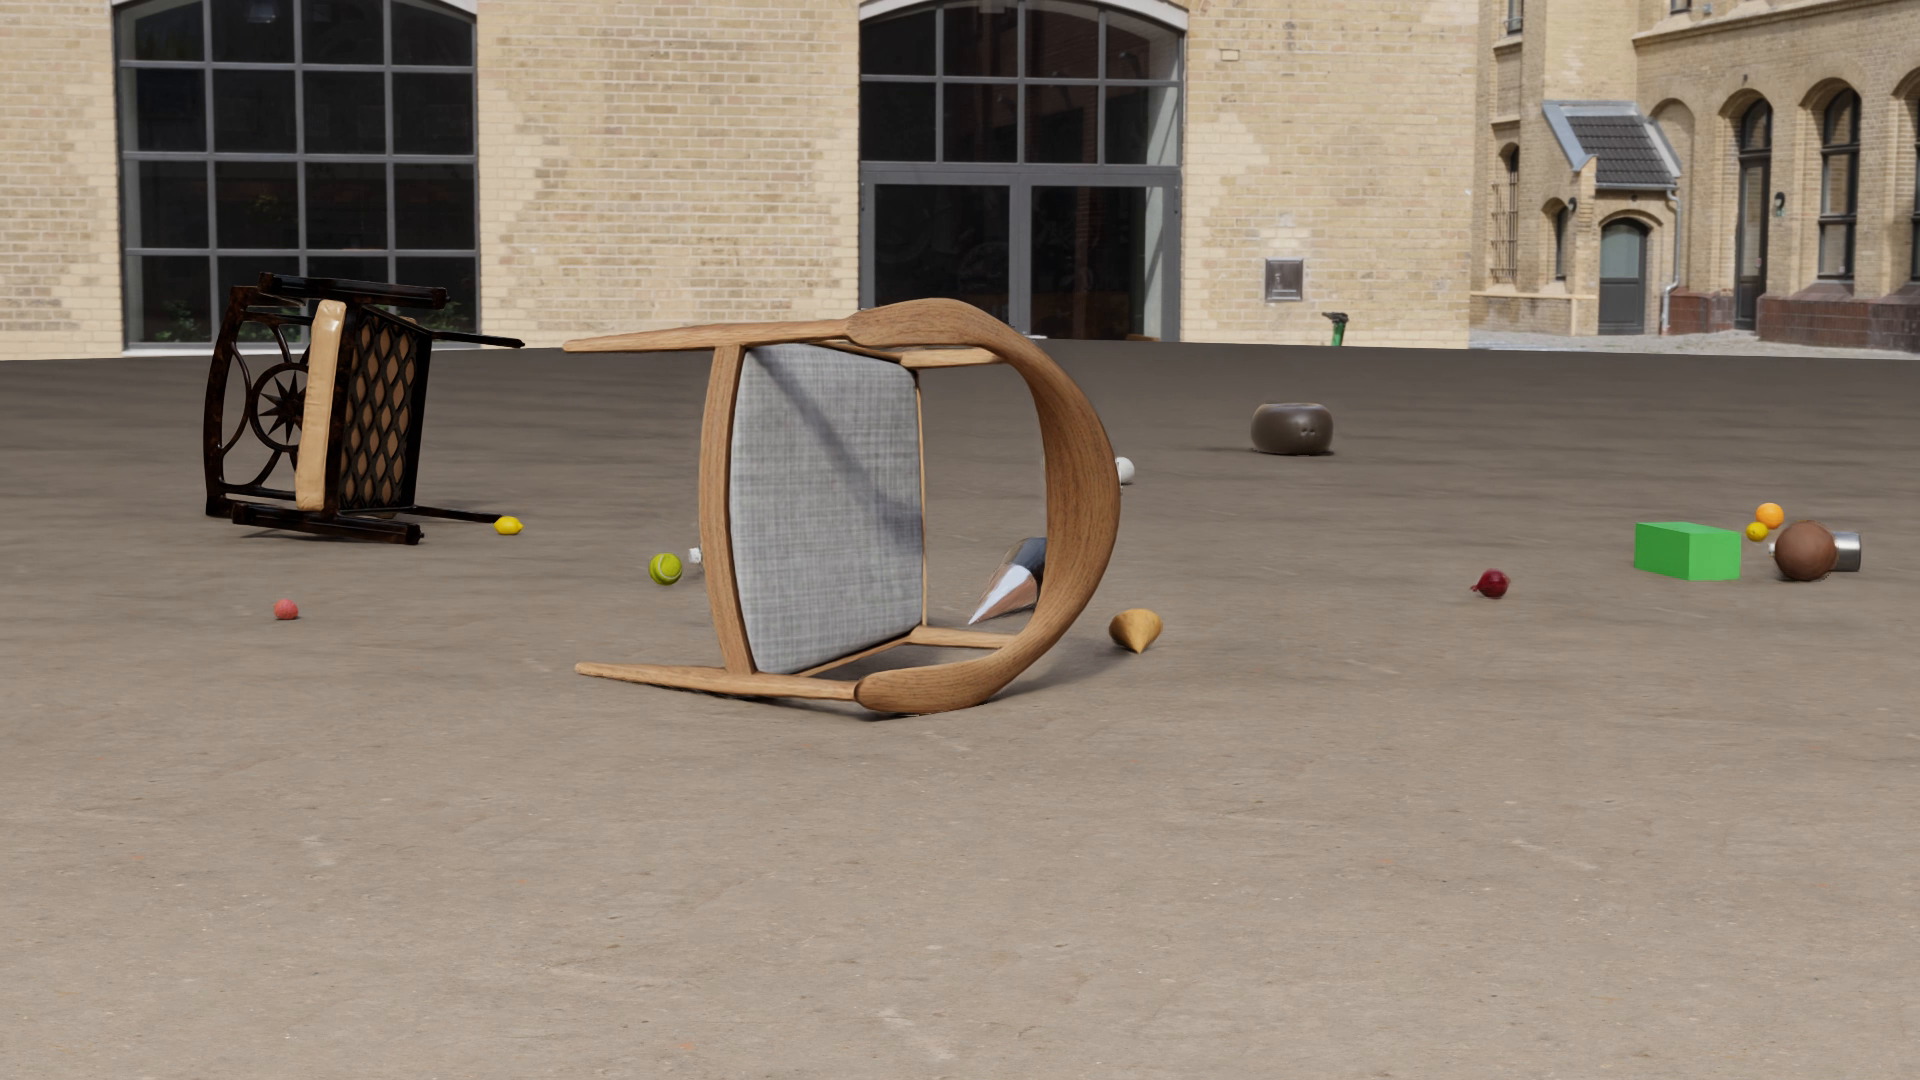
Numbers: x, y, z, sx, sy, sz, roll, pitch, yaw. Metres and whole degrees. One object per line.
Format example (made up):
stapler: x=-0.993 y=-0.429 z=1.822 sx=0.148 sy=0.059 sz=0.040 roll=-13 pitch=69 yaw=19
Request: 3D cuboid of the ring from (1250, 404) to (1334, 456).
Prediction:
ring: x=1.239 y=-0.415 z=9.582 sx=0.291 sy=0.178 sz=0.535 roll=-2 pitch=5 yaw=-6

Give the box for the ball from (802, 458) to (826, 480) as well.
ball: x=-0.469 y=-0.230 z=8.272 sx=0.076 sy=0.076 sz=0.076 roll=0 pitch=6 yaw=0

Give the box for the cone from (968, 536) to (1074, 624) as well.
cone: x=0.085 y=0.111 z=4.998 sx=0.162 sy=0.138 sz=0.345 roll=-21 pitch=7 yaw=29

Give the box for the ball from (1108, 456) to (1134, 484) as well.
ball: x=0.508 y=-0.218 z=8.102 sx=0.088 sy=0.088 sz=0.088 roll=0 pitch=6 yaw=0

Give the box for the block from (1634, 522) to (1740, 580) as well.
block: x=1.610 y=0.023 z=5.686 sx=0.121 sy=0.102 sz=0.249 roll=-1 pitch=6 yaw=-12

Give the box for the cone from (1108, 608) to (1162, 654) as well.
cone: x=0.312 y=0.177 z=4.508 sx=0.095 sy=0.093 sz=0.065 roll=15 pitch=38 yaw=-18
